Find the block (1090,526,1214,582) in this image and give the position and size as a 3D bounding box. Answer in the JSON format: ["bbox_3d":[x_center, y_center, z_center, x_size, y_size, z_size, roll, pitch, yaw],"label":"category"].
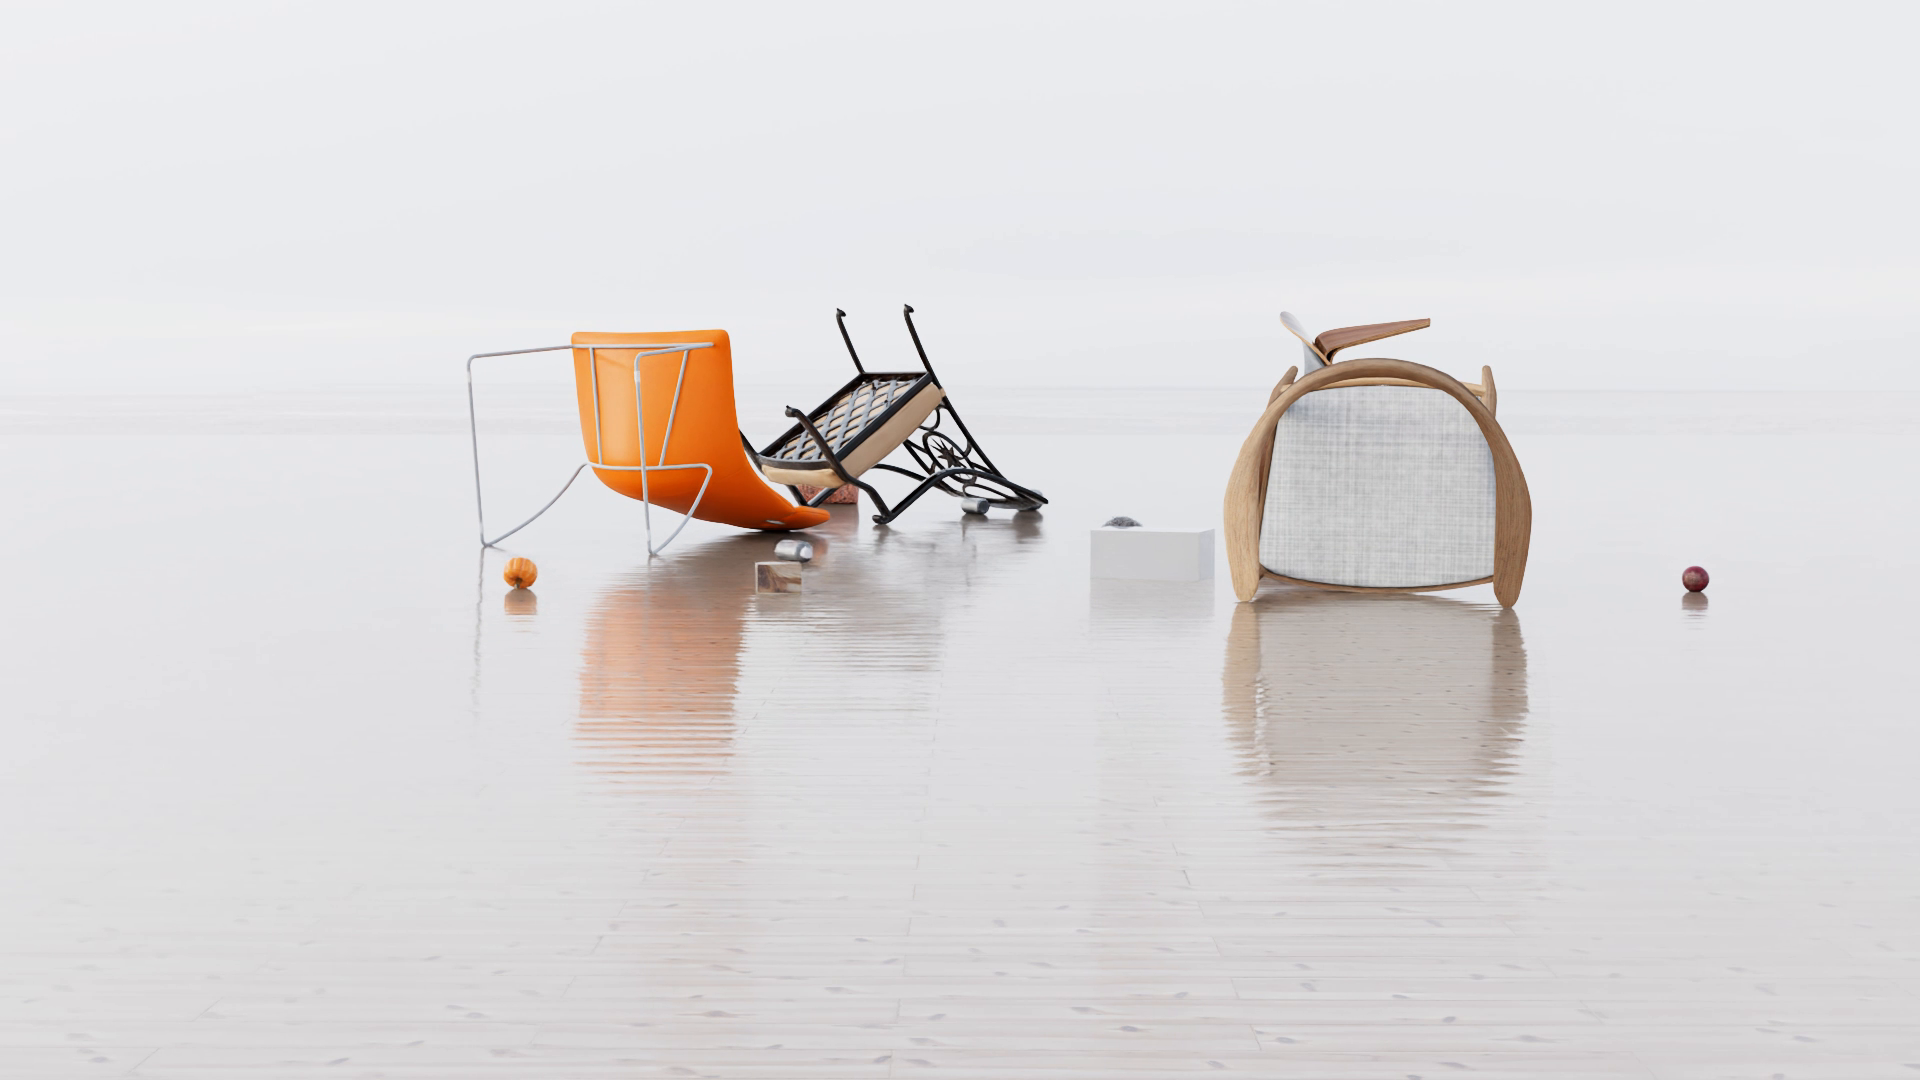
[{"bbox_3d":[0.461,0.031,5.259,0.265,0.114,0.161,1,4,20],"label":"block"}]

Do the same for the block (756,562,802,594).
[{"bbox_3d":[-0.401,0.083,4.851,0.095,0.066,0.075,-1,4,-10],"label":"block"}]

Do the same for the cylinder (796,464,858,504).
[{"bbox_3d":[-0.515,-0.217,8.586,0.218,0.167,0.136,0,46,7],"label":"cylinder"}]

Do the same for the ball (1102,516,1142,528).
[{"bbox_3d":[0.408,0.005,5.515,0.131,0.131,0.131,0,4,0],"label":"ball"}]
